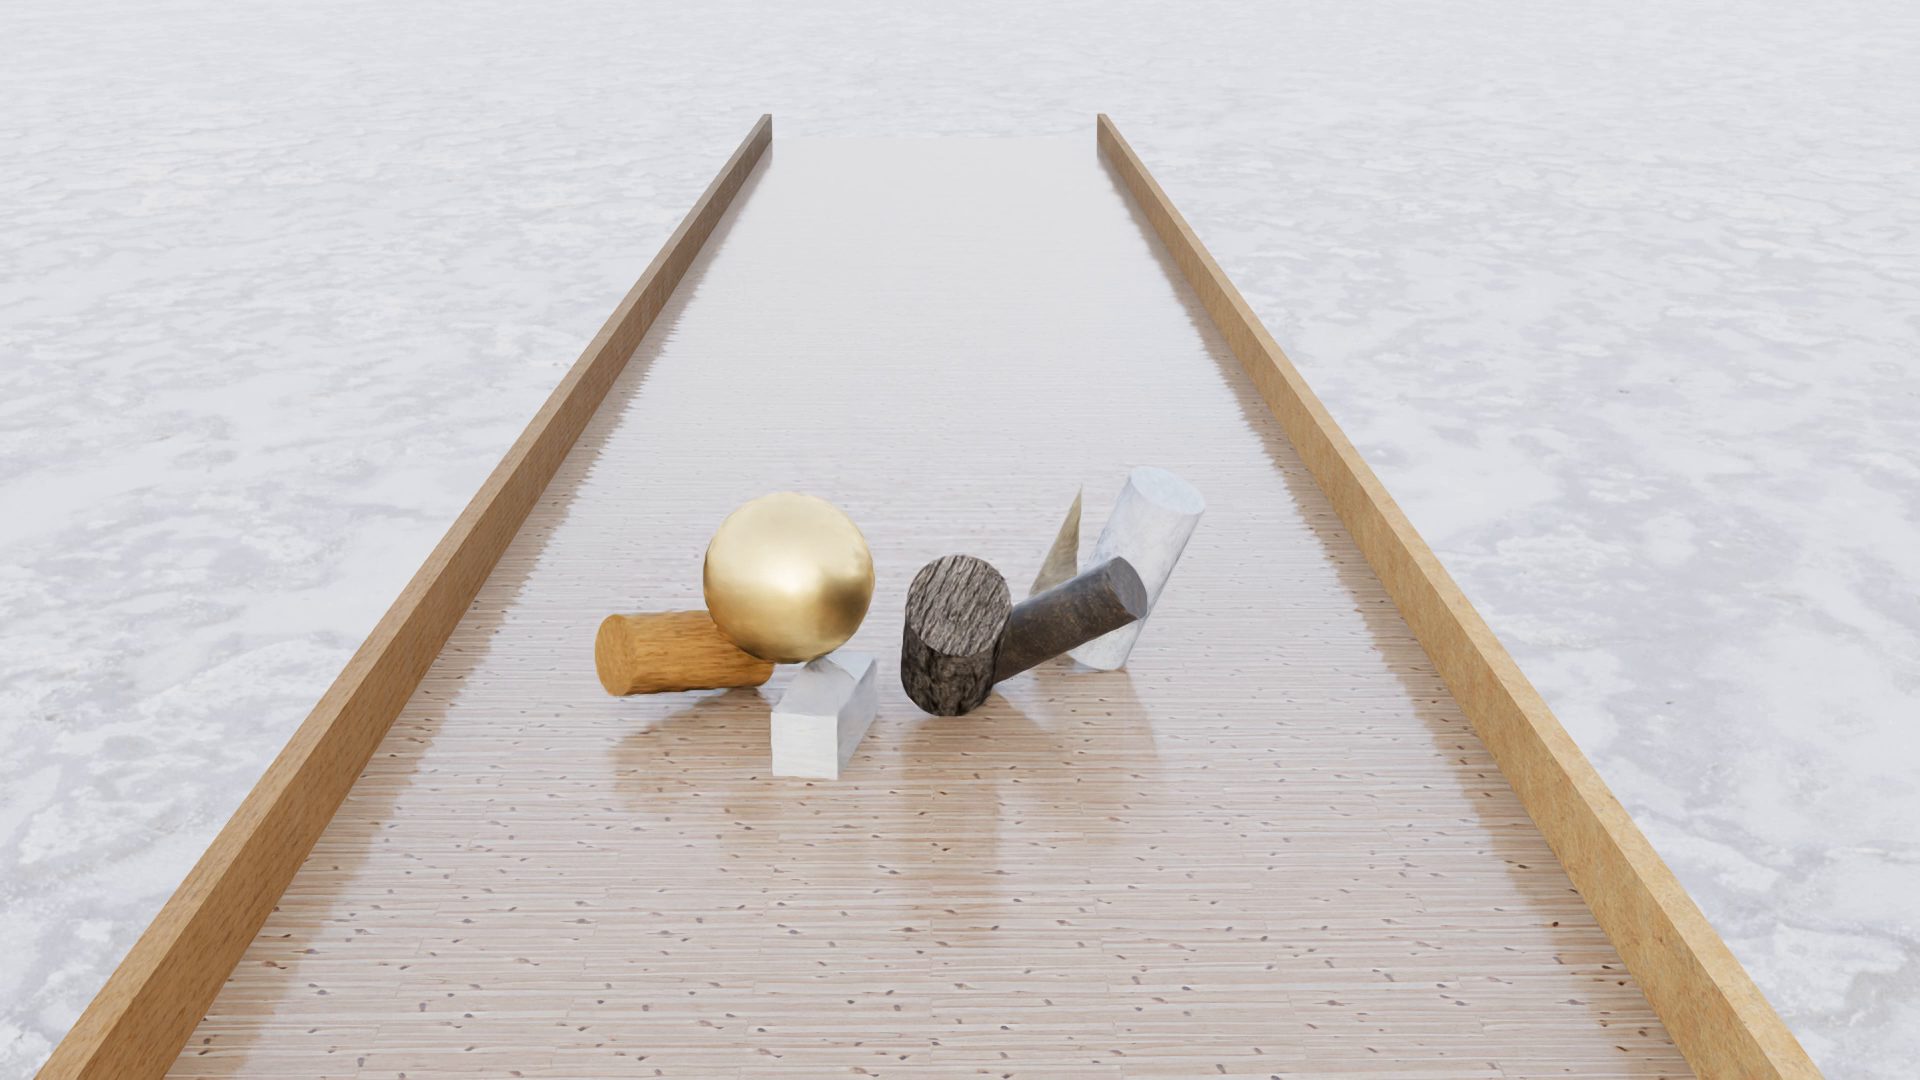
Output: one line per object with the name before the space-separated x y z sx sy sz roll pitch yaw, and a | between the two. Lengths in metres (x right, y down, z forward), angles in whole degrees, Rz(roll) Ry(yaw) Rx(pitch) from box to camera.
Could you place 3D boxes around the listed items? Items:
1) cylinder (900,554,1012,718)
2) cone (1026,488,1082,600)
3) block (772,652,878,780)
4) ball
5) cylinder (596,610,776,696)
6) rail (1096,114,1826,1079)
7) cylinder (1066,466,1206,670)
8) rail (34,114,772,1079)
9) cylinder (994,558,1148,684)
cylinder | -0.012 0.178 3.934 0.180 0.180 0.436 -1 -18 -3
cone | 0.215 0.023 4.527 0.113 0.336 0.113 9 34 -6
block | -0.241 0.312 3.974 0.117 0.117 0.332 3 17 9
ball | -0.315 0.070 4.040 0.316 0.316 0.316 0 17 0
cylinder | -0.518 0.211 4.167 0.309 0.152 0.152 -1 14 -39
rail | 0.932 -0.844 7.801 0.050 0.150 12.000 0 17 -1
cylinder | 0.329 0.057 4.308 0.156 0.384 0.156 19 29 -11
rail | -1.118 -0.838 7.780 0.050 0.150 12.000 0 17 -1
cylinder | 0.167 0.161 4.164 0.376 0.122 0.122 -27 2 30
